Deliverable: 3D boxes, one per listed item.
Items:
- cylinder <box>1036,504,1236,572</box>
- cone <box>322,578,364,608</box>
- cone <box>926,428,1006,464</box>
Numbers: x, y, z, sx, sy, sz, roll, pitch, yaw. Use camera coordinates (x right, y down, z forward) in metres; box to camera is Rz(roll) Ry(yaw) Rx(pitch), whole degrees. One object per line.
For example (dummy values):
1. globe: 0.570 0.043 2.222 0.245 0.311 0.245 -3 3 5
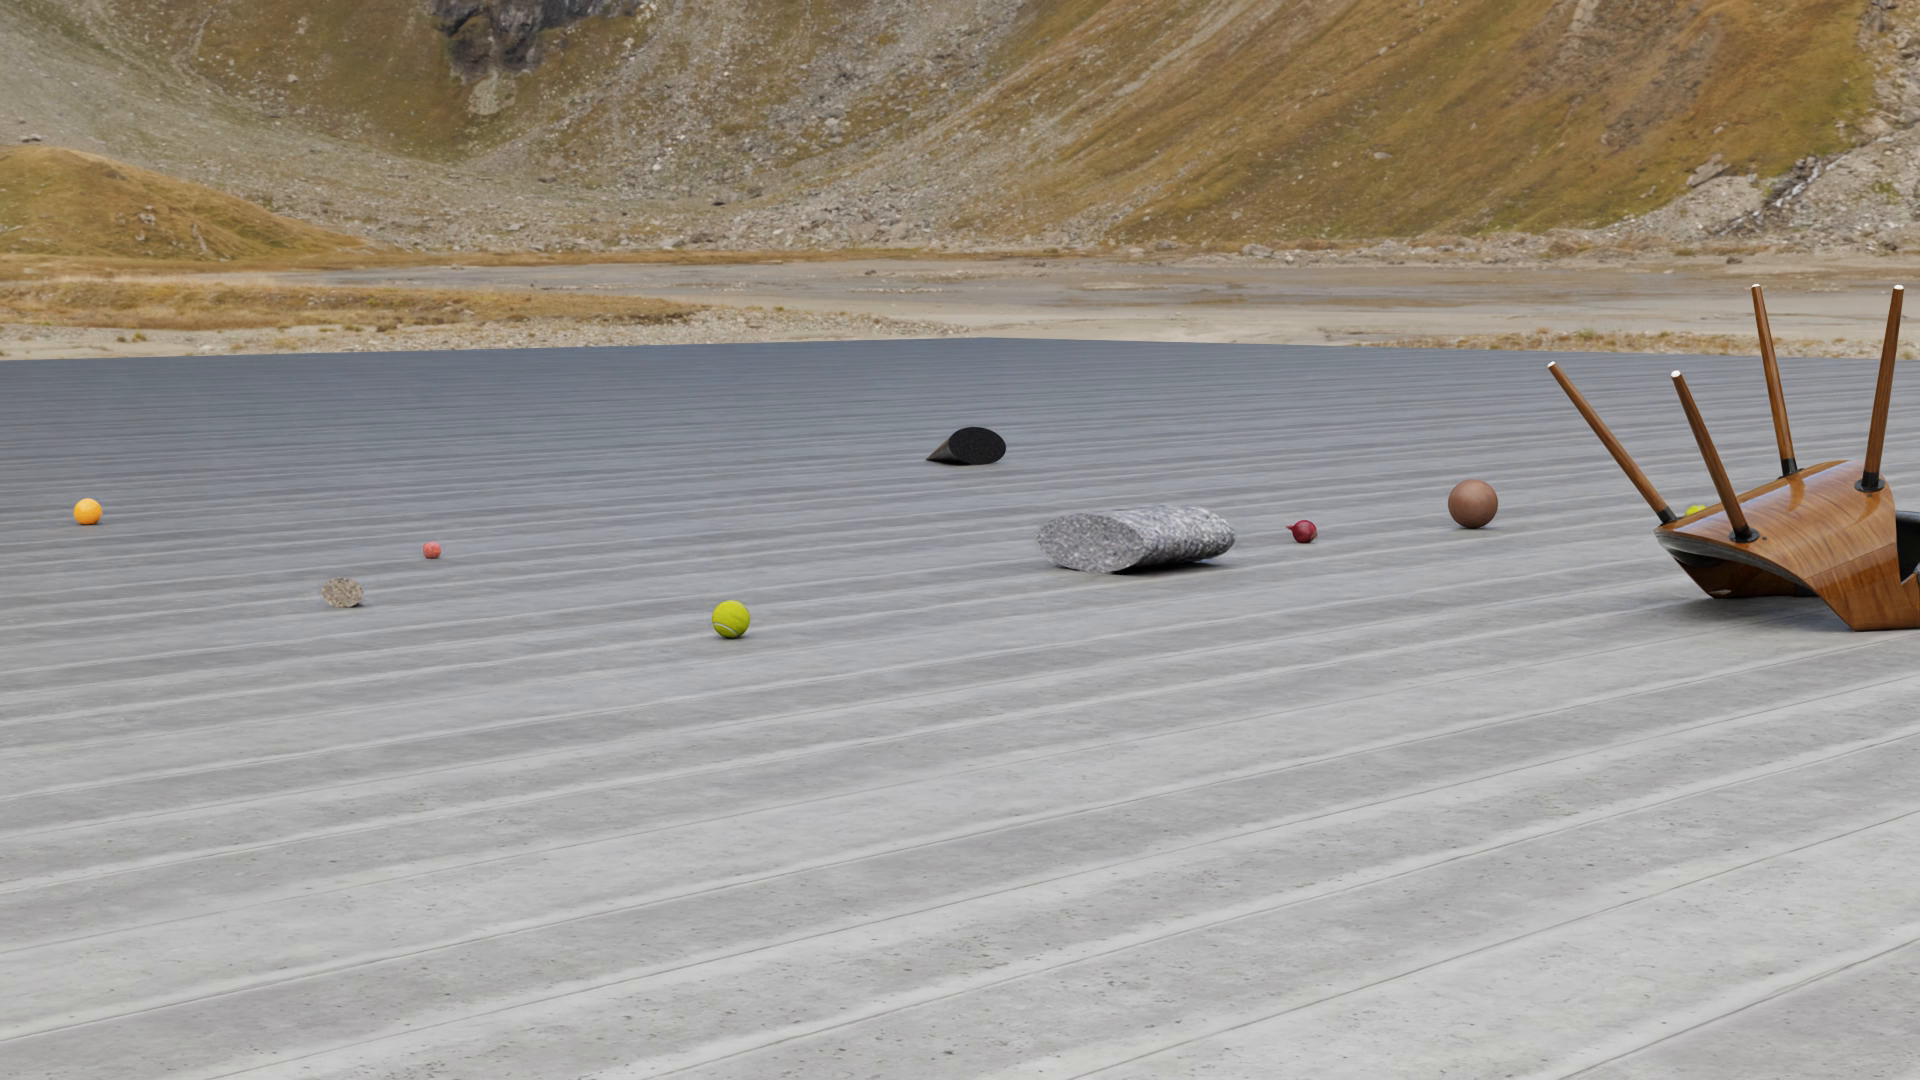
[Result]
1. cylinder: 0.401 -0.005 5.828 0.319 0.130 0.322 5 8 44
2. cone: -1.227 0.114 5.164 0.085 0.061 0.103 6 -10 6
3. cone: -0.032 -0.308 9.081 0.258 0.134 0.303 1 -8 -38
